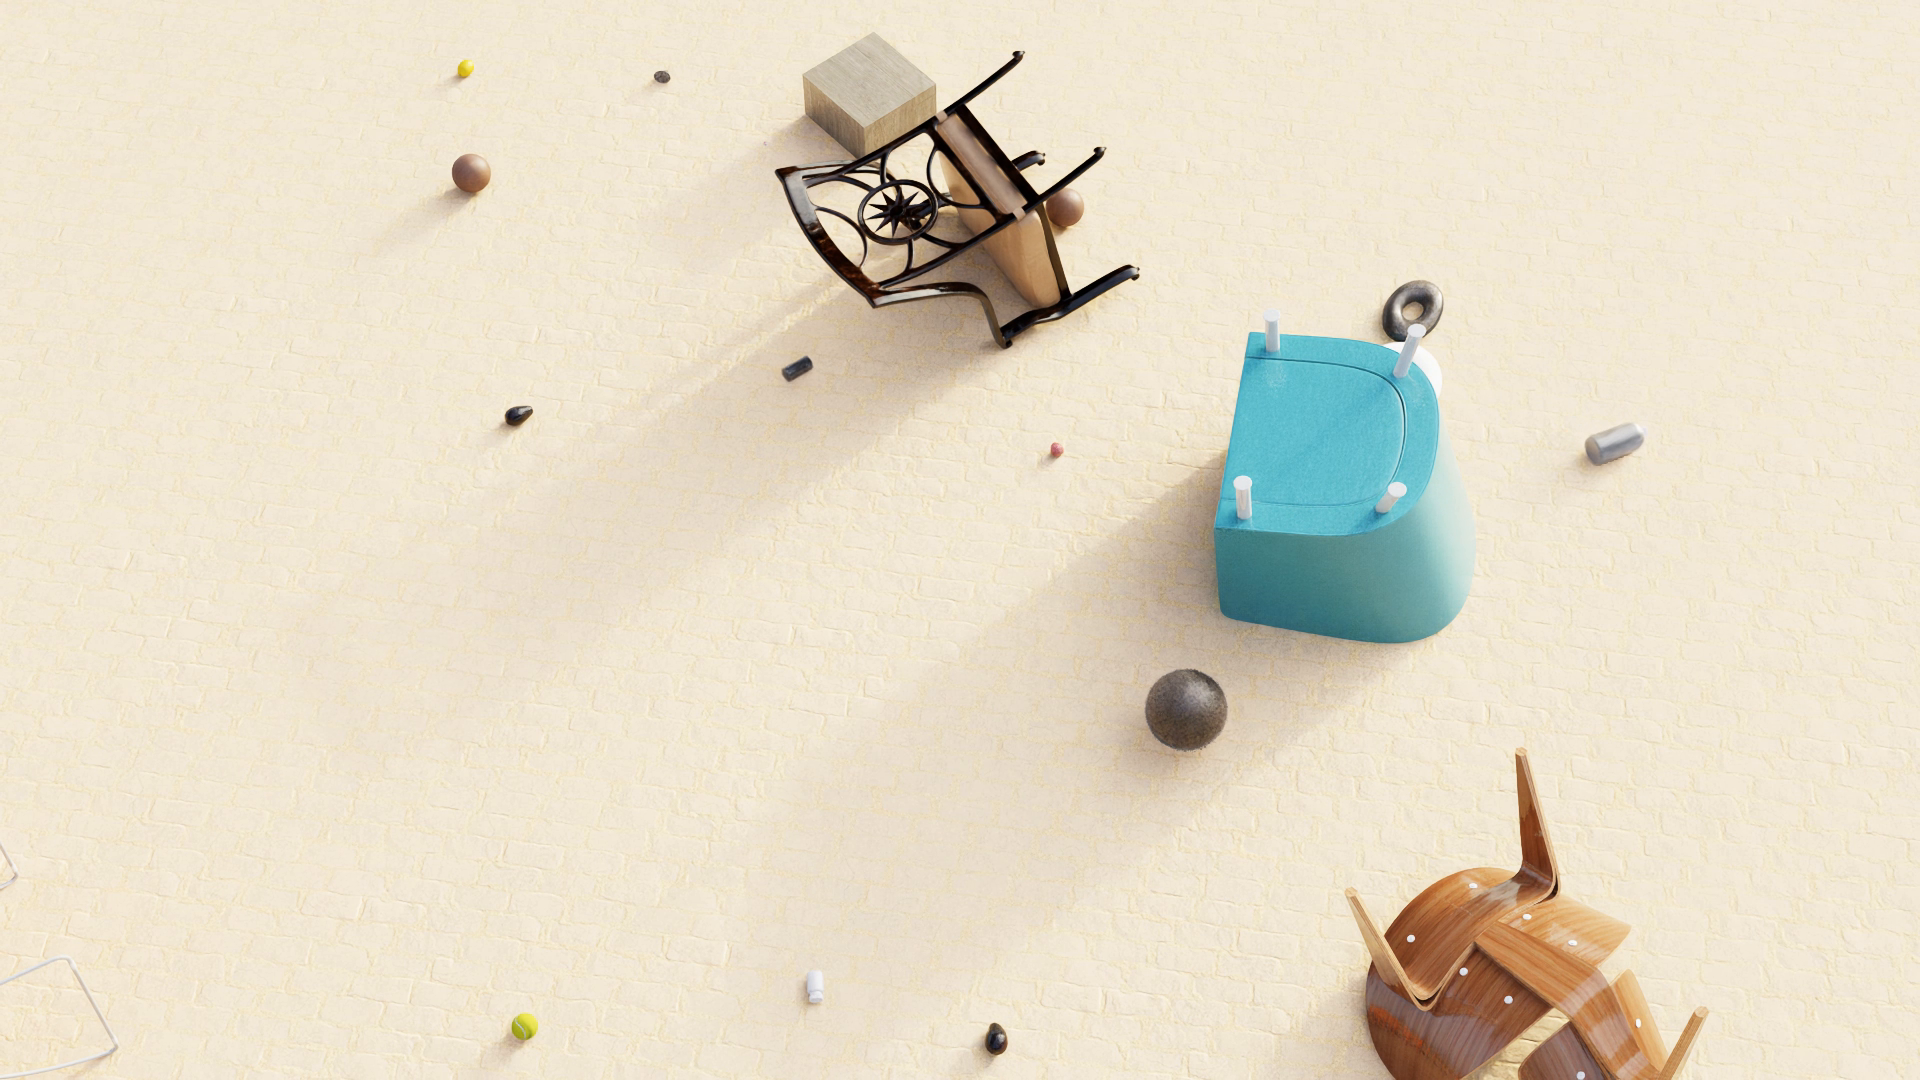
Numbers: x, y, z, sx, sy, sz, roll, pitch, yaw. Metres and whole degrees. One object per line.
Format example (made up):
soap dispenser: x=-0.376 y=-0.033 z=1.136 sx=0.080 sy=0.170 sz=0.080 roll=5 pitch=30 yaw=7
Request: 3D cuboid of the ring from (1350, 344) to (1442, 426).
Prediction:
ring: x=1.363 y=-0.486 z=6.865 sx=0.272 sy=0.059 sz=0.347 roll=25 pitch=59 yaw=15

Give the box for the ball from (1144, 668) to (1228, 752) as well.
ball: x=0.630 y=0.473 z=6.119 sx=0.229 sy=0.229 sz=0.229 roll=0 pitch=56 yaw=0

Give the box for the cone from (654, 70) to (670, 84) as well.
cone: x=-1.027 y=-1.623 z=7.650 sx=0.062 sy=0.047 sz=0.063 roll=8 pitch=36 yaw=8

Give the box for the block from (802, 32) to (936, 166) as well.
block: x=-0.305 y=-1.498 z=7.467 sx=0.313 sy=0.186 sz=0.329 roll=-36 pitch=63 yaw=-21

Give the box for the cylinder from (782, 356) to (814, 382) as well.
cylinder: x=-0.511 y=-0.538 z=6.903 sx=0.087 sy=0.057 sz=0.049 roll=-31 pitch=105 yaw=-19

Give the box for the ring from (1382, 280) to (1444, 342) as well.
ring: x=1.449 y=-0.733 z=7.035 sx=0.181 sy=0.052 sz=0.276 roll=26 pitch=59 yaw=17
